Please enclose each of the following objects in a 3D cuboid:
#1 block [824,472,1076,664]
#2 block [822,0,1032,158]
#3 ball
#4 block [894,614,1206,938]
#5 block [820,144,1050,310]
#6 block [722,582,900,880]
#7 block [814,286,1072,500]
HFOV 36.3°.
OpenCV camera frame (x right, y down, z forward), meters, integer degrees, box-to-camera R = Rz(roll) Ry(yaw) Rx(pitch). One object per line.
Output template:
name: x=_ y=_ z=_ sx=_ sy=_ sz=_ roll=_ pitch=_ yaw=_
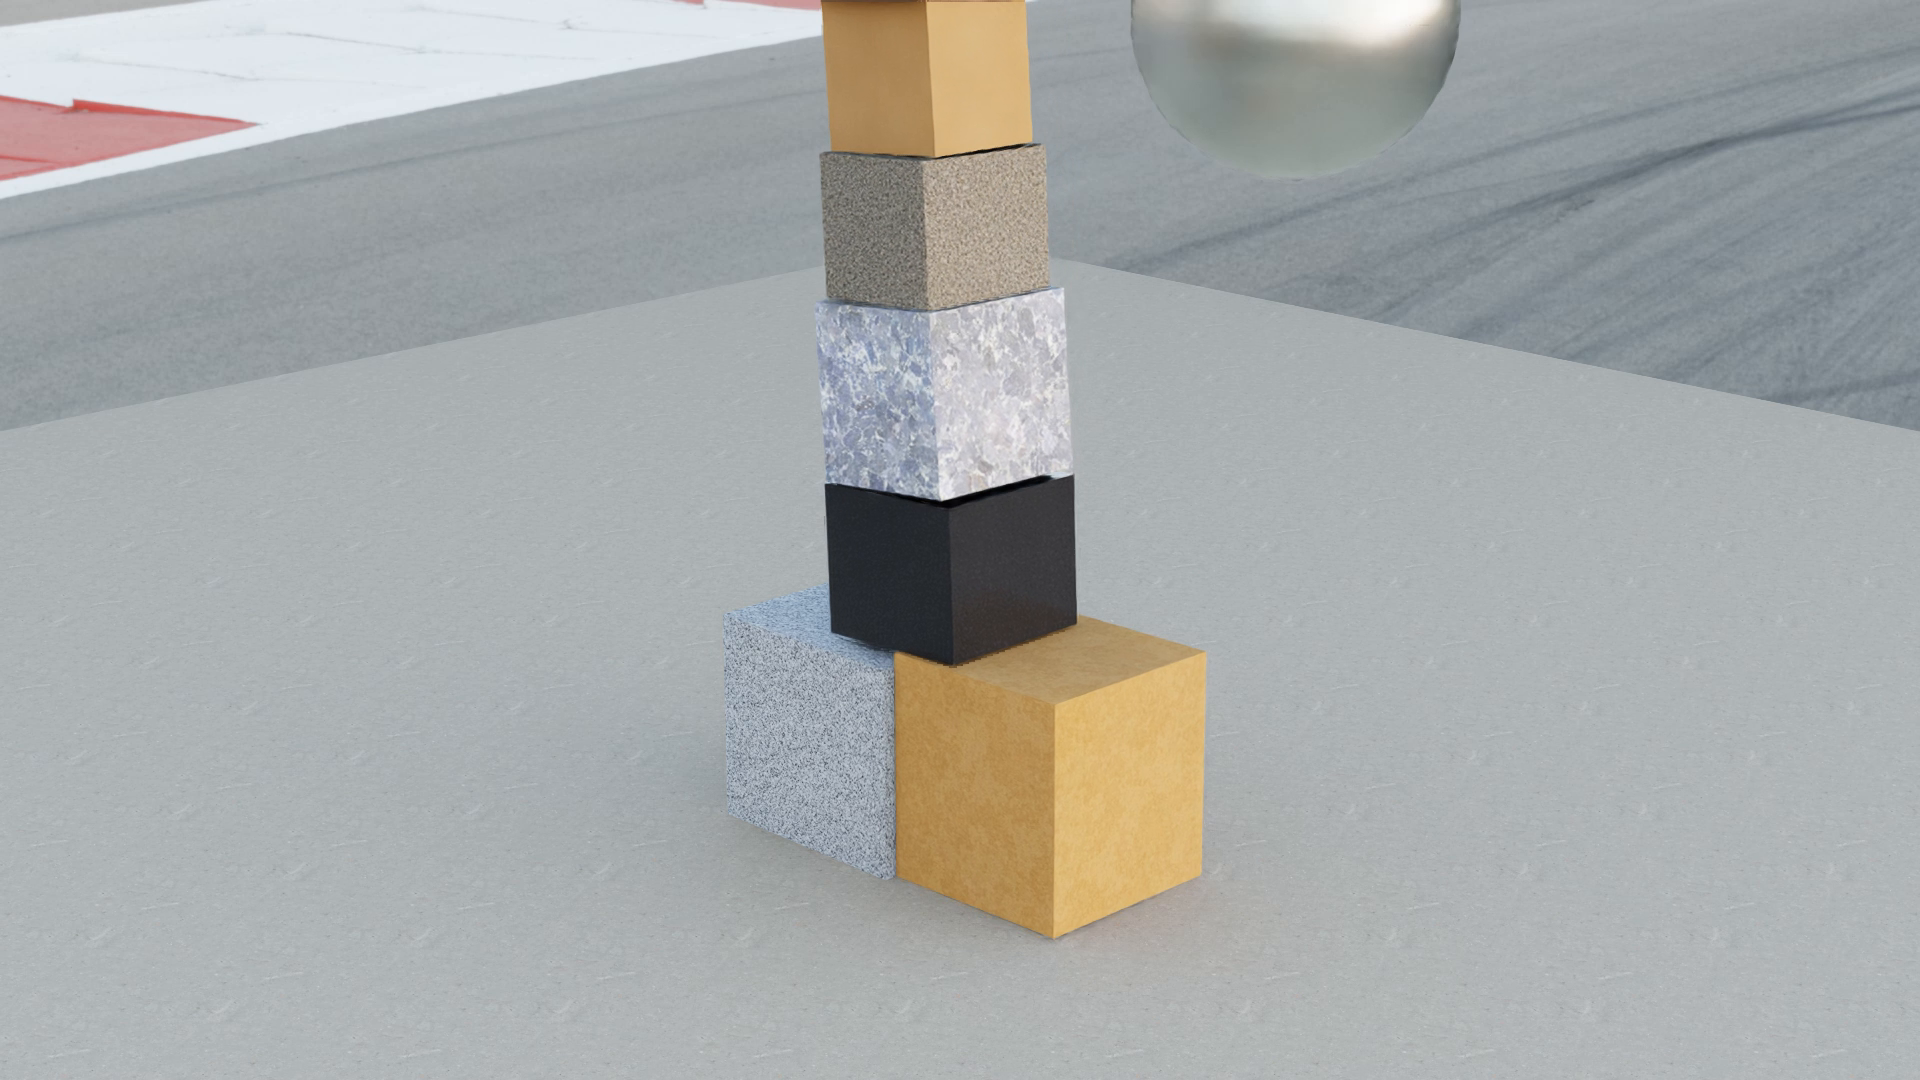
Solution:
block: x=-0.038 y=0.064 z=13.342 sx=0.788 sy=0.706 sz=0.807 roll=13 pitch=21 yaw=43
block: x=-0.145 y=-2.065 z=12.840 sx=0.579 sy=0.680 sz=0.685 roll=-15 pitch=18 yaw=-41
ball: x=1.623 y=-2.549 z=14.242 sx=1.600 sy=1.600 sz=1.600 roll=0 pitch=17 yaw=0
block: x=0.405 y=1.018 z=13.267 sx=0.986 sy=1.079 sz=0.988 roll=16 pitch=23 yaw=43
block: x=-0.109 y=-1.412 z=12.981 sx=0.734 sy=0.637 sz=0.672 roll=-14 pitch=18 yaw=-41
block: x=-0.353 y=0.839 z=13.975 sx=1.105 sy=1.018 sz=1.065 roll=17 pitch=24 yaw=42
block: x=-0.071 y=-0.693 z=13.150 sx=0.816 sy=0.819 sz=0.758 roll=-15 pitch=17 yaw=-41
